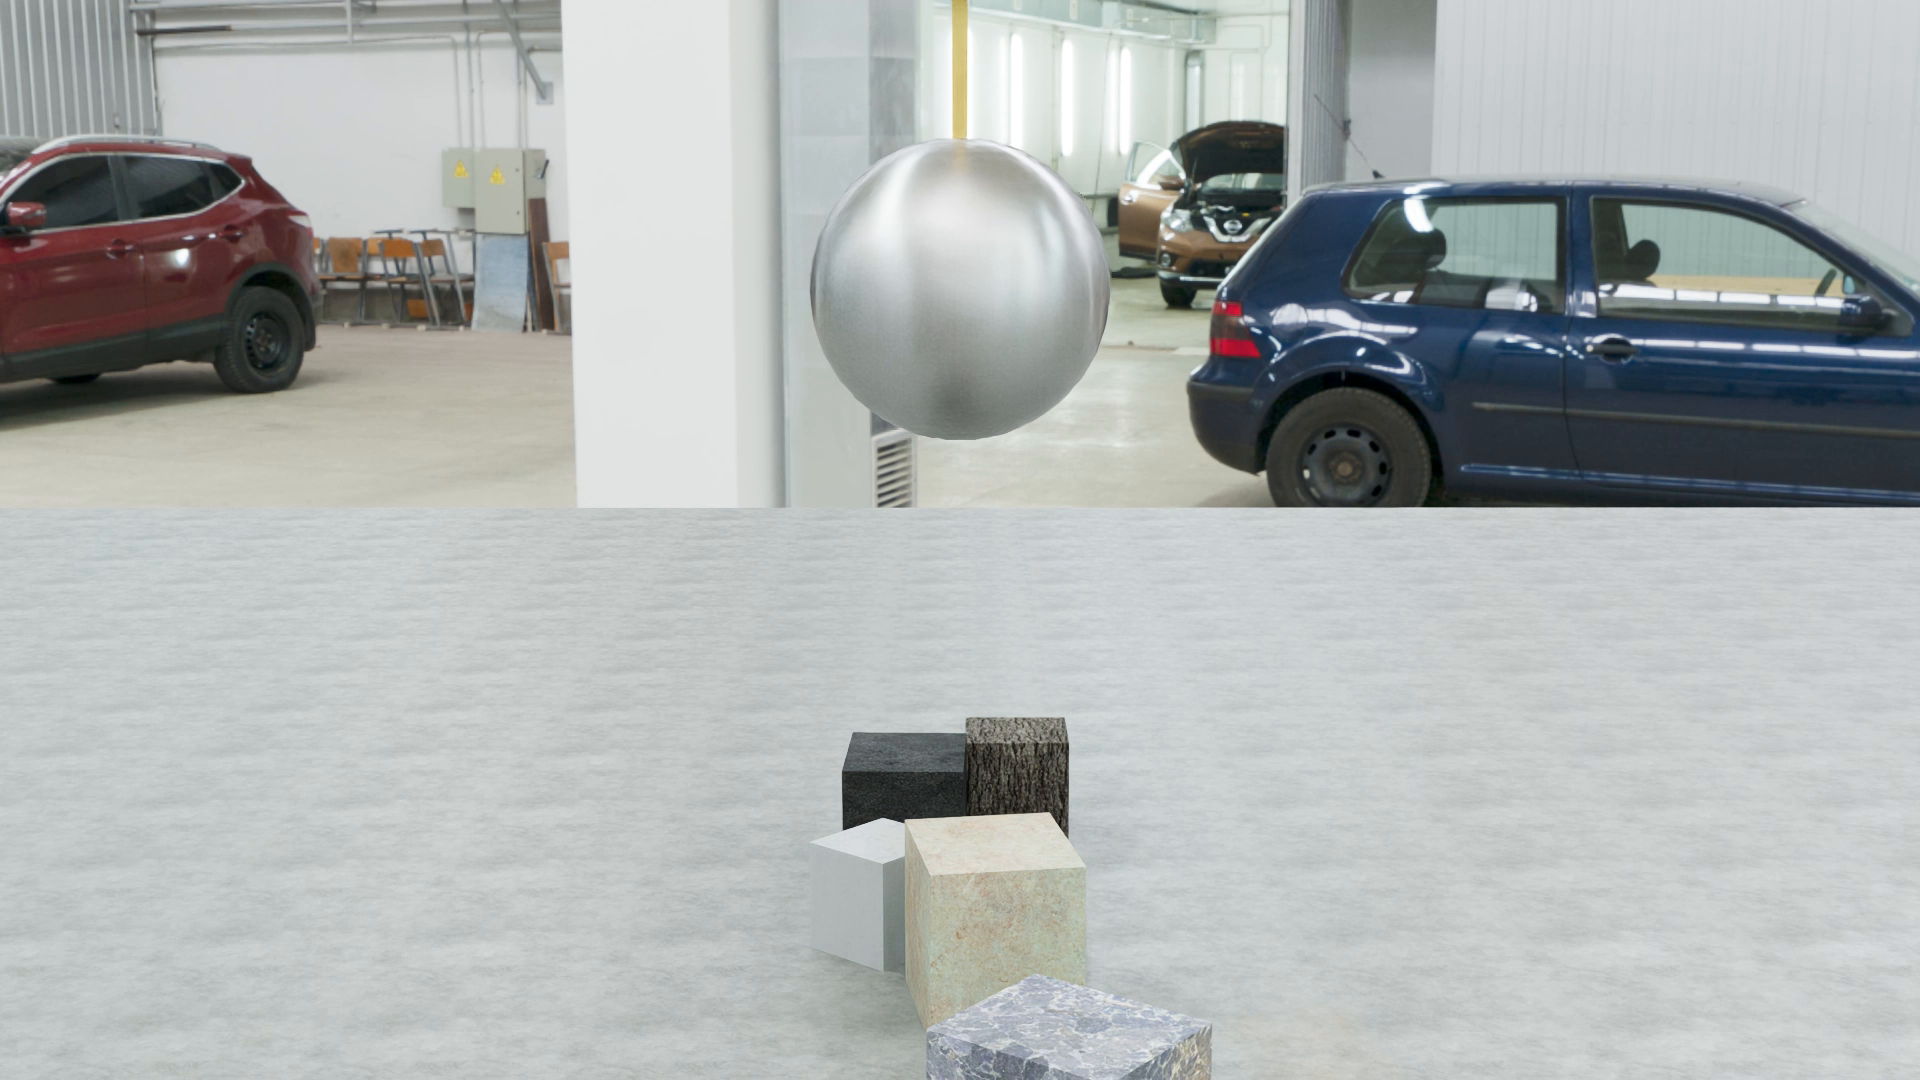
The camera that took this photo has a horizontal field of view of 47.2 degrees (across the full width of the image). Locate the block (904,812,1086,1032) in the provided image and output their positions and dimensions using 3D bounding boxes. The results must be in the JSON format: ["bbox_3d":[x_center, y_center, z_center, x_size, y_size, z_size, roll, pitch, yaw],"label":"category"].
[{"bbox_3d":[0.132,1.570,8.957,0.617,0.705,0.717,-2,10,-9],"label":"block"}]

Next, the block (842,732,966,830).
[{"bbox_3d":[-0.261,1.313,10.701,0.570,0.588,0.691,0,10,2],"label":"block"}]

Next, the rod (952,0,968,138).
[{"bbox_3d":[0.000,-4.577,10.664,0.080,5.200,0.080,0,17,0],"label":"rod"}]

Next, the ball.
[{"bbox_3d":[0.000,-1.328,11.668,1.600,1.600,1.600,0,10,0],"label":"ball"}]

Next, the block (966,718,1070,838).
[{"bbox_3d":[0.290,1.229,11.387,0.523,0.507,0.505,0,10,0],"label":"block"}]

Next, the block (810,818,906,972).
[{"bbox_3d":[-0.338,1.552,9.683,0.441,0.482,0.469,9,14,41],"label":"block"}]

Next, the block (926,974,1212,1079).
[{"bbox_3d":[0.352,1.905,7.107,0.697,0.710,0.600,8,13,37],"label":"block"}]
